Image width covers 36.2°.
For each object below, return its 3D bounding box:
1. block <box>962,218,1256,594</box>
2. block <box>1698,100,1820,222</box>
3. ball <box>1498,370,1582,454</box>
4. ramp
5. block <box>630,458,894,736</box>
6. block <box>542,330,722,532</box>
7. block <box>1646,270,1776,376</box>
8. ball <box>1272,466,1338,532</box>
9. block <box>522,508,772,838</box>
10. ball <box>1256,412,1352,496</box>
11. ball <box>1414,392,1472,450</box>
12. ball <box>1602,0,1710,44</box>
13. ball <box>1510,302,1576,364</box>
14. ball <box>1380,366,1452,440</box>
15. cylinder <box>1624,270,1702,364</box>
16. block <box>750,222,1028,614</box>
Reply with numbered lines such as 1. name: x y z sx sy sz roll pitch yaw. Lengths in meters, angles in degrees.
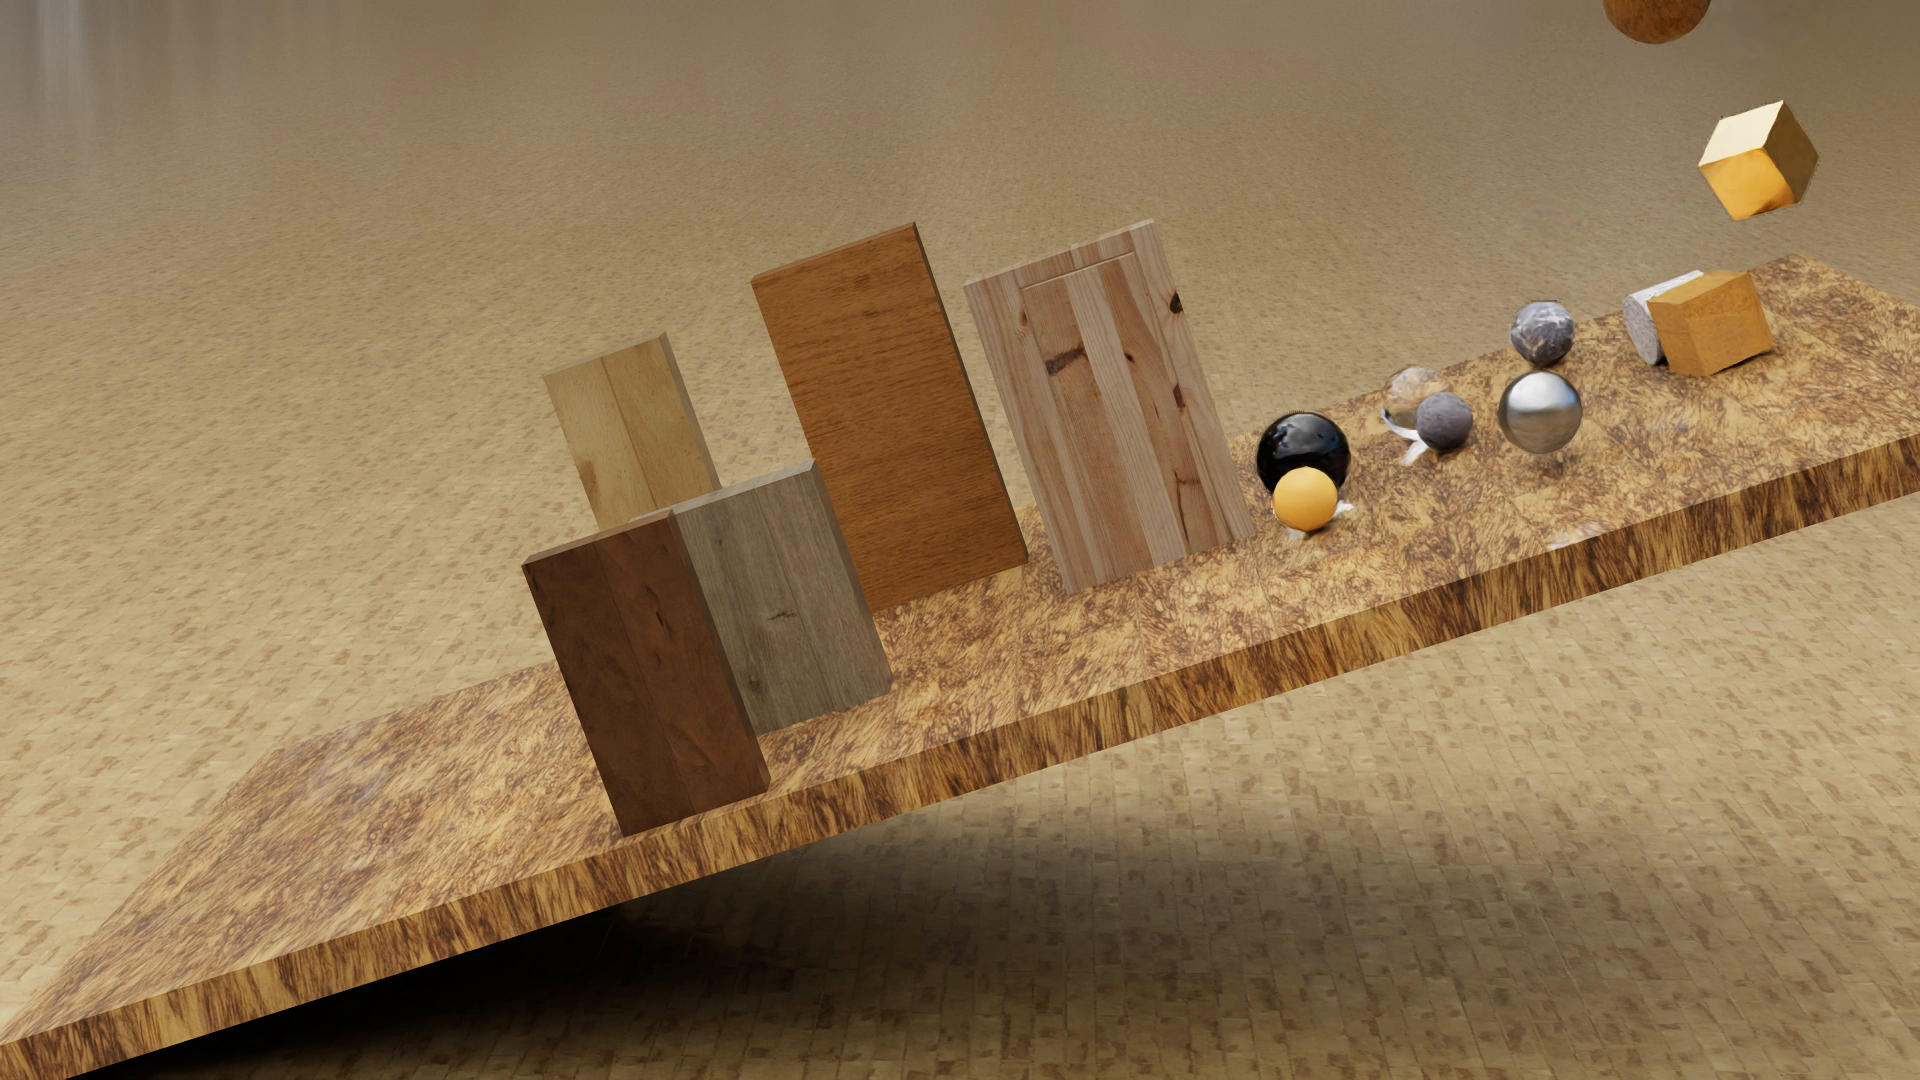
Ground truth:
1. block: 0.312 -0.276 6.122 0.414 0.683 0.094 -18 11 6
2. block: 1.677 -0.795 6.174 0.156 0.156 0.156 -14 35 46
3. ball: 1.142 -0.252 5.791 0.164 0.164 0.164 0 12 0
4. ramp: 0.107 0.180 6.305 4.000 0.100 2.000 -18 11 6
5. block: -0.401 0.131 5.881 0.395 0.477 0.130 -18 11 6
6. block: -0.723 -0.109 6.995 0.289 0.713 0.122 -18 11 6
7. block: 1.577 -0.456 6.185 0.165 0.165 0.165 -24 11 -8
8. ball: 0.701 -0.083 5.967 0.131 0.131 0.131 0 12 0
9. block: -0.576 0.247 5.427 0.283 0.544 0.086 -18 11 6
10. ball: 0.722 -0.171 6.183 0.200 0.200 0.200 0 12 0
11. ball: 1.031 -0.253 6.268 0.123 0.123 0.123 0 12 0
12. ball: 1.337 -1.058 5.648 0.209 0.209 0.209 0 12 0
13. ball: 1.344 -0.477 6.777 0.146 0.146 0.146 0 12 0
14. ball: 1.002 -0.301 6.451 0.162 0.162 0.162 0 12 0
15. cylinder: 1.555 -0.484 6.408 0.160 0.160 0.160 -20 14 -5
16. block: -0.153 -0.271 6.597 0.378 0.797 0.115 -18 11 6
